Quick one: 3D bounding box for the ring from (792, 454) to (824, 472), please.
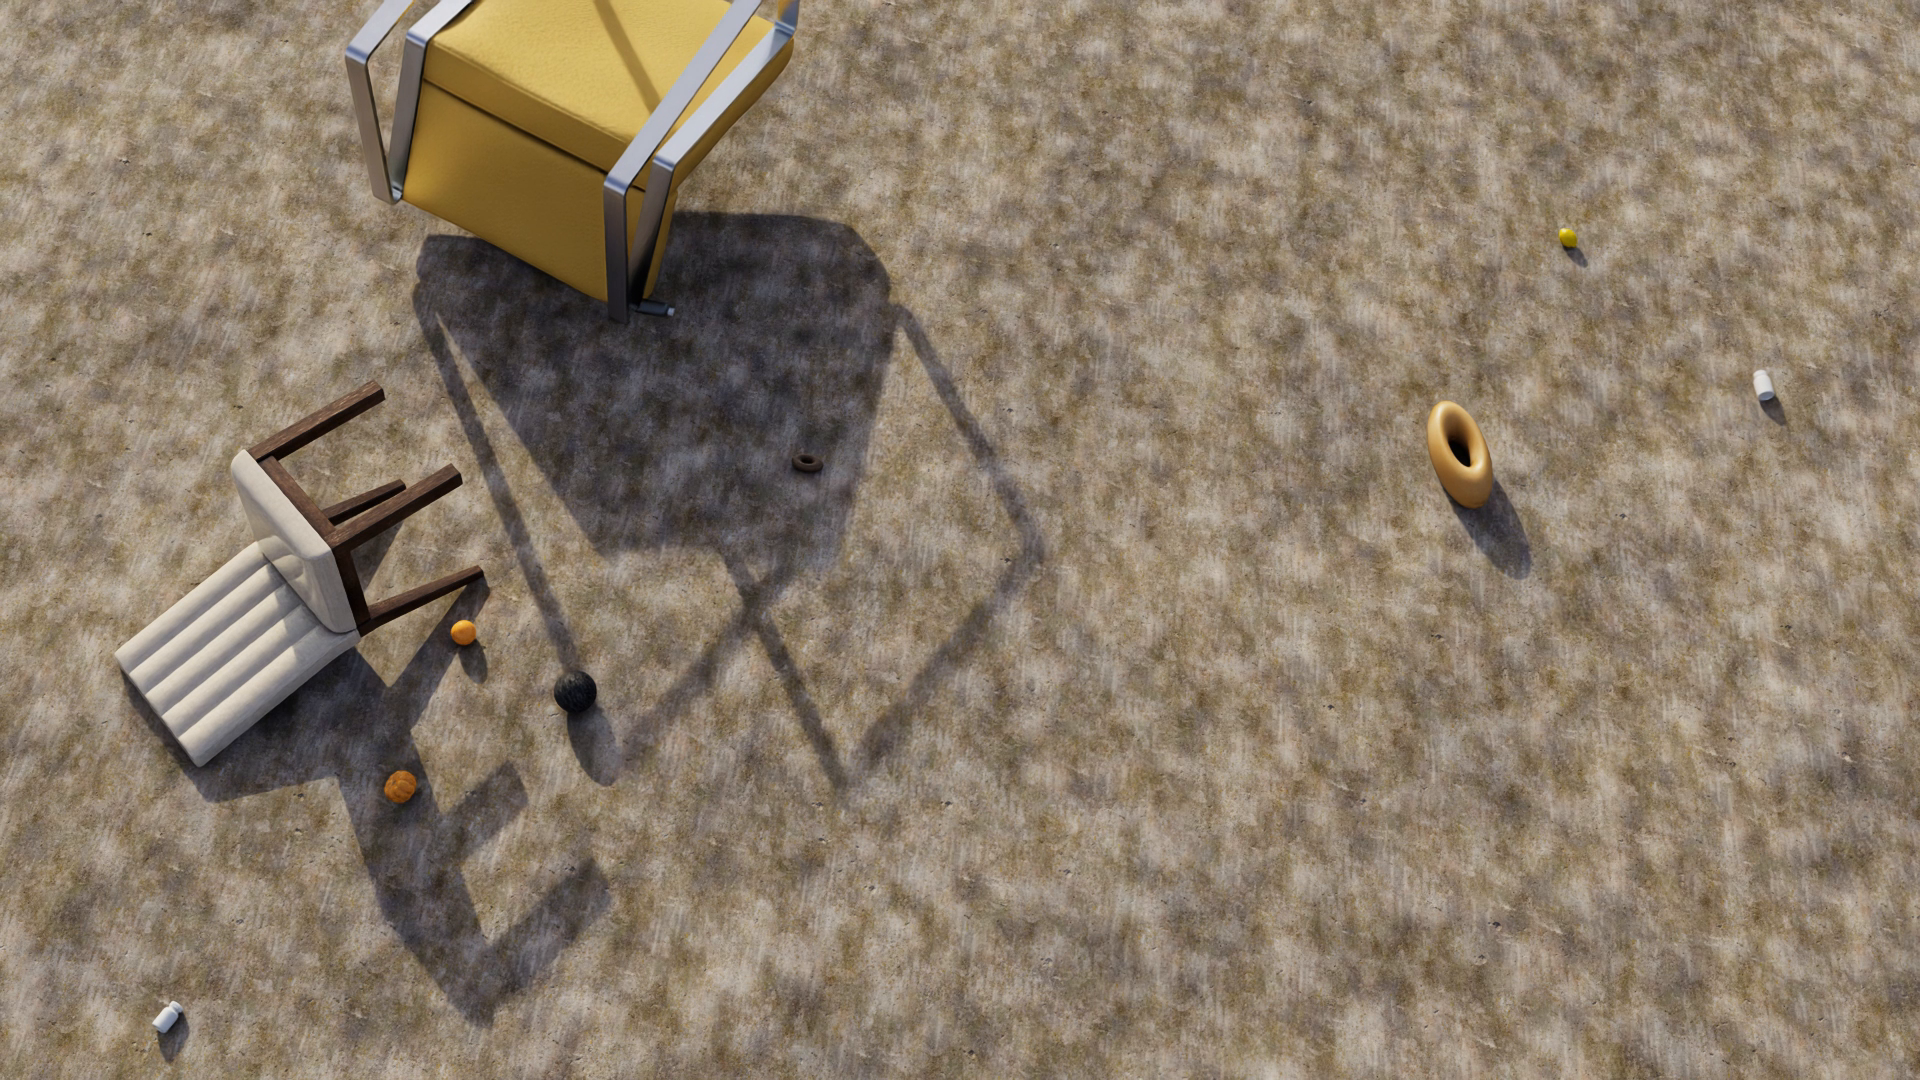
[{"bbox_3d":[-0.465,-0.235,6.711,0.101,0.036,0.053,11,59,8],"label":"ring"}]

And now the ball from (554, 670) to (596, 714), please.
[{"bbox_3d":[-1.087,0.429,6.214,0.120,0.120,0.120,0,56,0],"label":"ball"}]

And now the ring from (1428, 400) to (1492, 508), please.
[{"bbox_3d":[1.516,-0.260,6.673,0.166,0.129,0.385,-10,56,-4],"label":"ring"}]
